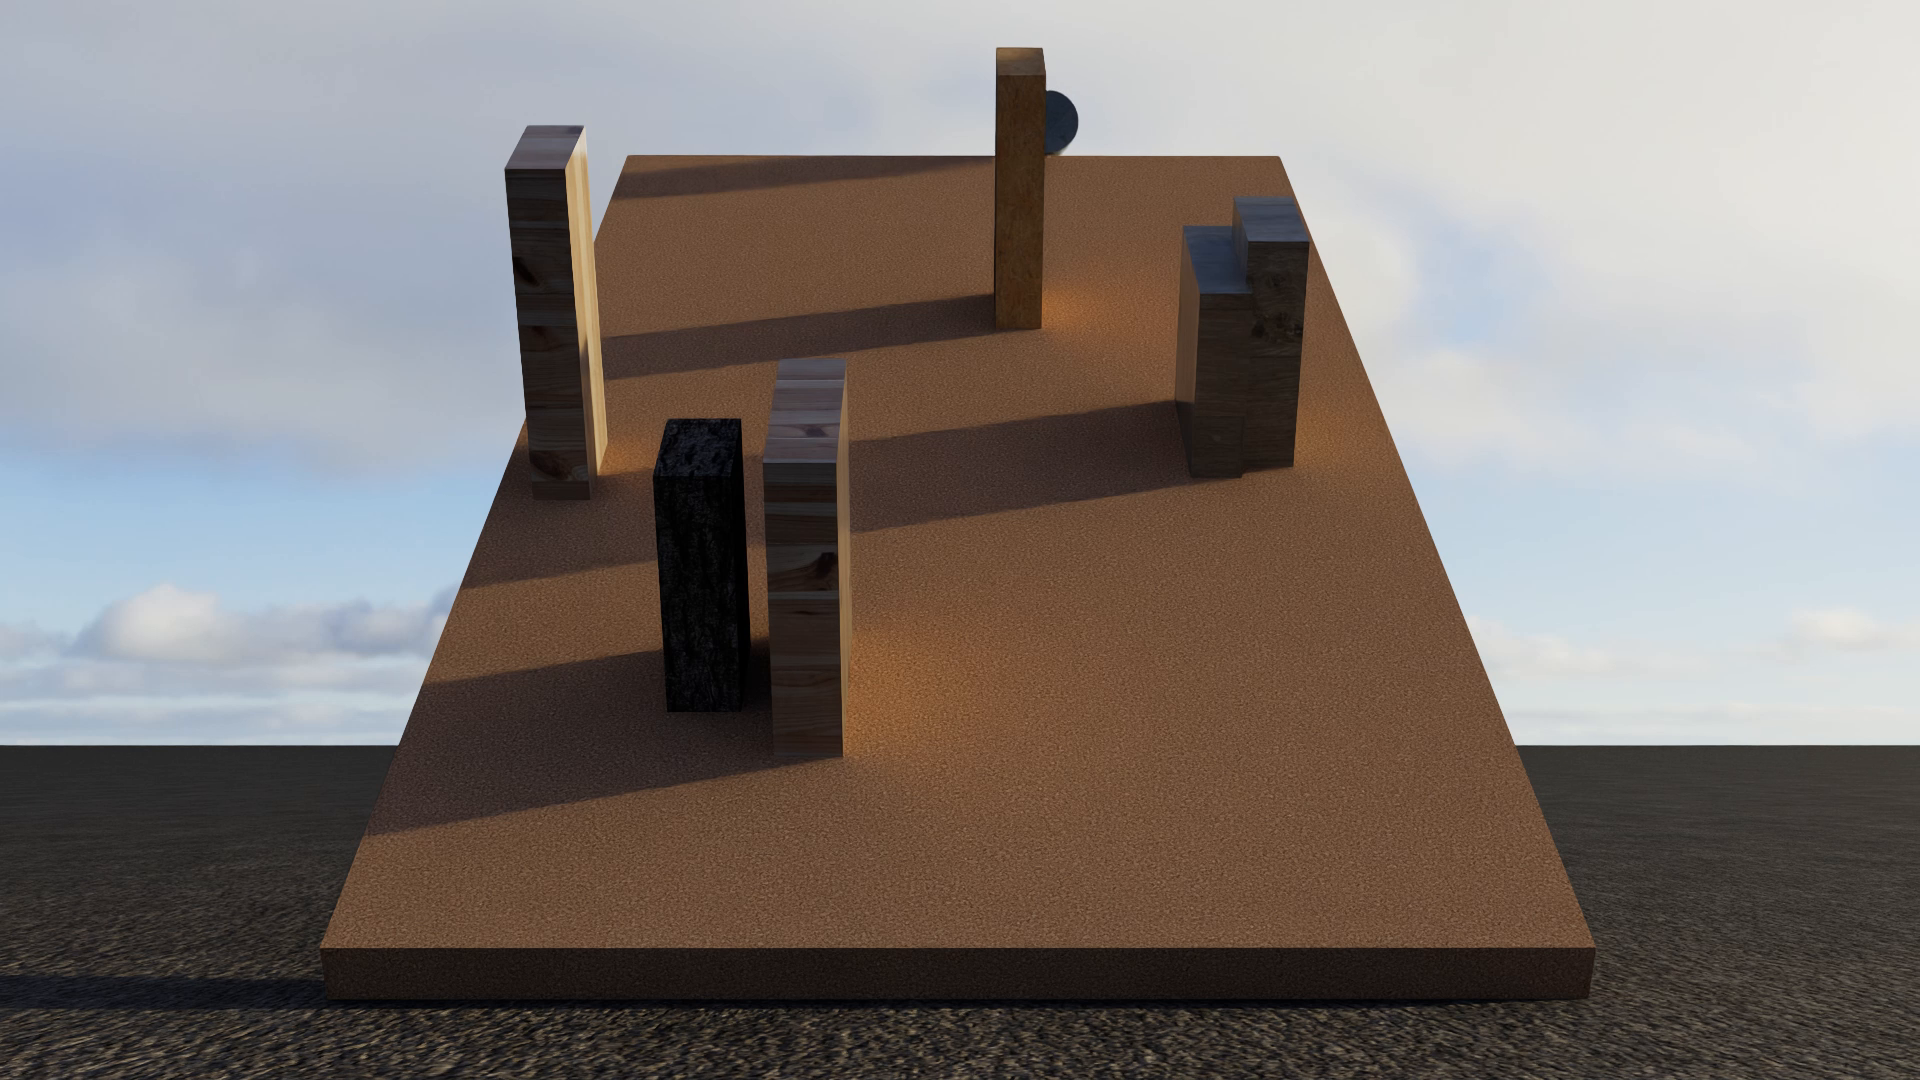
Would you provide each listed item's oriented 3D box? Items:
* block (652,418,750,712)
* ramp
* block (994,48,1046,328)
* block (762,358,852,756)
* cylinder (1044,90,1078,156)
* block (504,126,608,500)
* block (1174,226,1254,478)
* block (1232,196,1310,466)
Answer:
[{"bbox_3d":[-0.469,0.046,4.347,0.135,0.479,0.245,0,27,0],"label":"block"},{"bbox_3d":[-0.011,-0.226,5.520,2.000,0.100,4.000,0,27,0],"label":"ramp"},{"bbox_3d":[0.149,-0.885,5.980,0.117,0.656,0.249,0,27,0],"label":"block"},{"bbox_3d":[-0.269,0.026,4.281,0.123,0.576,0.448,0,27,0],"label":"block"},{"bbox_3d":[0.261,-1.276,7.323,0.192,0.192,0.192,0,0,-3],"label":"cylinder"},{"bbox_3d":[-0.861,-0.486,5.094,0.123,0.744,0.296,0,27,0],"label":"block"},{"bbox_3d":[0.566,-0.428,5.332,0.114,0.434,0.429,0,27,0],"label":"block"},{"bbox_3d":[0.678,-0.466,5.301,0.130,0.530,0.293,0,27,0],"label":"block"}]
